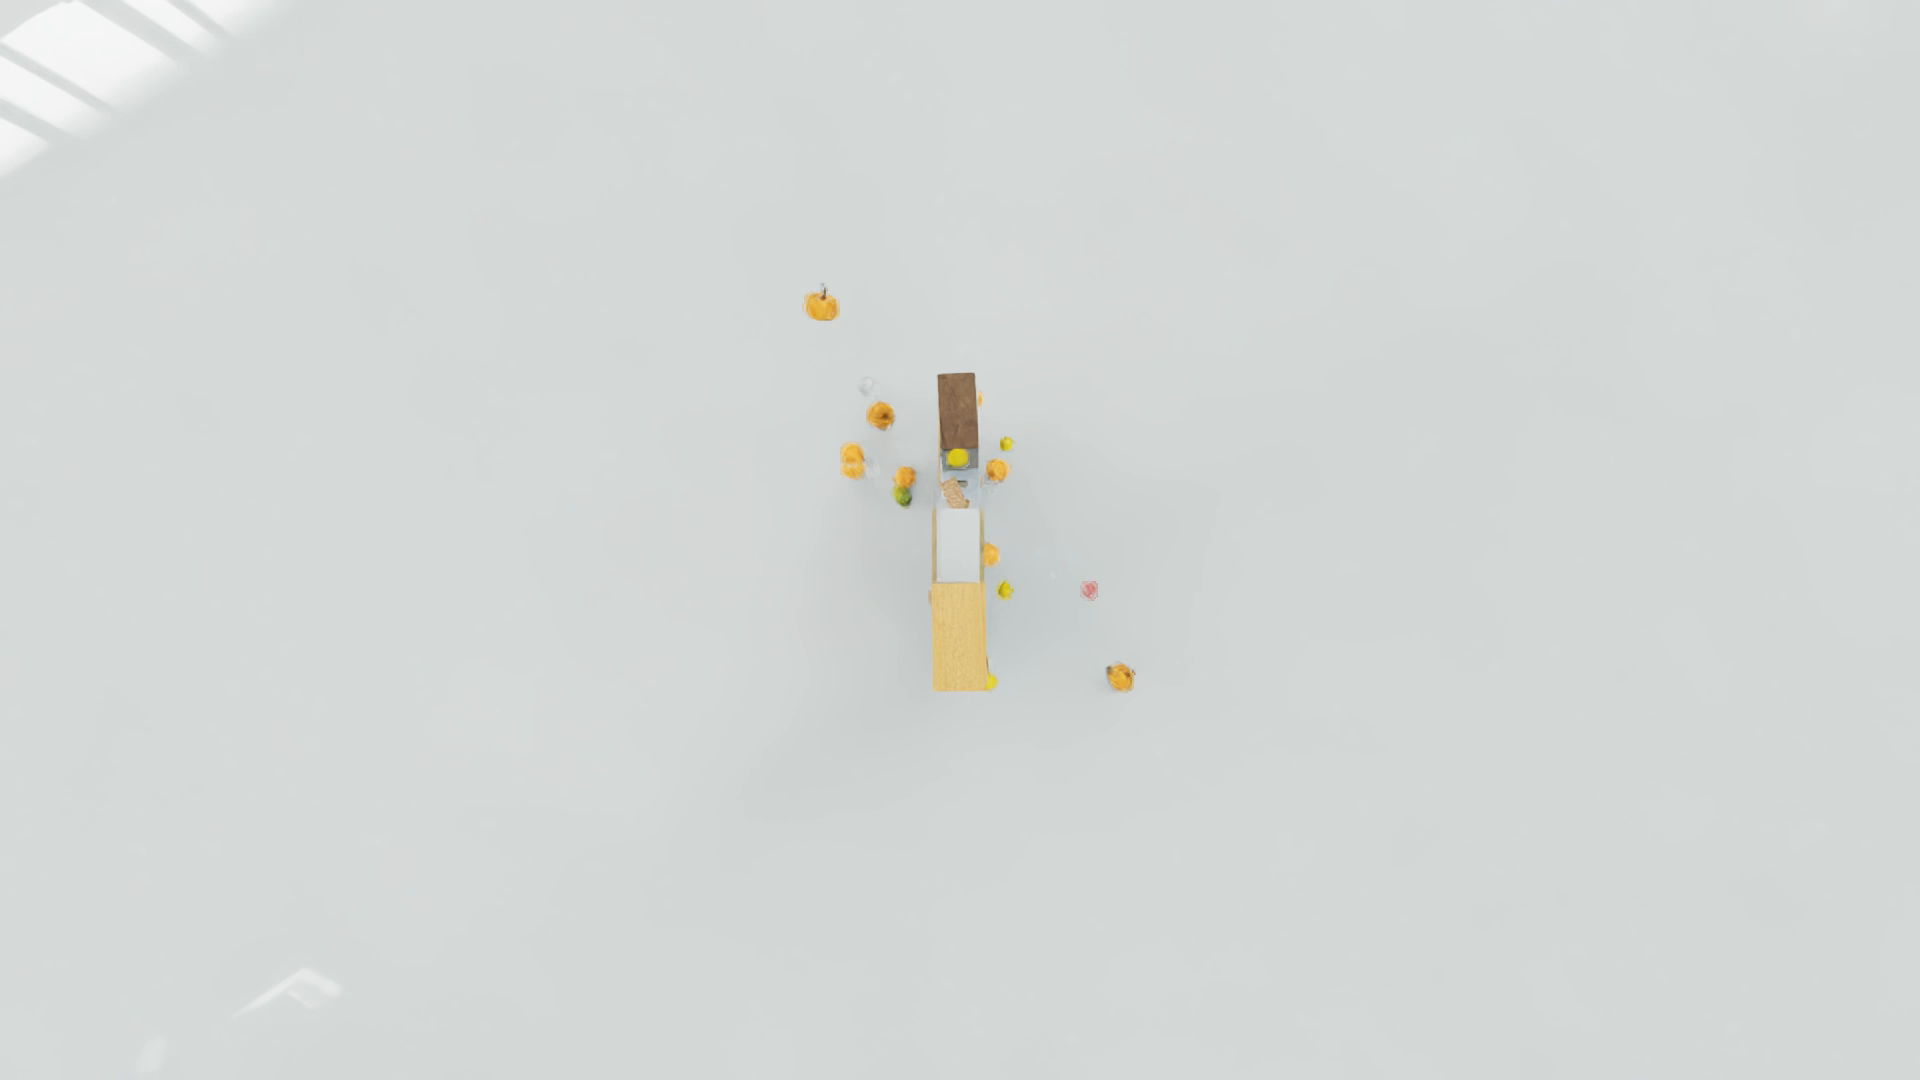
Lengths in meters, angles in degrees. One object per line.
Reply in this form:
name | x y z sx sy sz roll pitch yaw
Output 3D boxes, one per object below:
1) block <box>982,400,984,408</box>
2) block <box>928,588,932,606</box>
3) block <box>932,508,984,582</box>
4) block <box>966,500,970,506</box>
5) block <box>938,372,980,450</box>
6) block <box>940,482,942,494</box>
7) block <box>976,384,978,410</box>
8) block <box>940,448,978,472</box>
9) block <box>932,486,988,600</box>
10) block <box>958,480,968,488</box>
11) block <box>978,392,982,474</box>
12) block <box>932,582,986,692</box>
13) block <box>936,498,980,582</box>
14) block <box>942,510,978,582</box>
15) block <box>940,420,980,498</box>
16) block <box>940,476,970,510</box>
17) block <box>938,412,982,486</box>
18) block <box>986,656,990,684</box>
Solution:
block | 0.007 -0.402 5.068 0.124 0.248 0.035 1 90 0
block | -0.016 0.164 4.946 0.153 0.307 0.043 -4 90 0
block | -0.005 0.062 4.771 0.153 0.043 0.307 0 90 0
block | 0.002 -0.101 4.438 0.047 0.095 0.013 0 90 0
block | -0.005 -0.346 4.440 0.102 0.029 0.204 -3 86 0
block | 0.000 -0.153 4.838 0.112 0.305 0.032 -3 90 0
block | -0.003 -0.378 4.559 0.102 0.204 0.029 3 70 1
block | -0.001 -0.234 4.550 0.102 0.204 0.029 -5 76 0
block | 0.001 0.009 5.124 0.175 0.050 0.351 0 90 0
block | -0.003 -0.153 4.521 0.047 0.263 0.013 -4 93 2
block | 0.004 -0.320 4.927 0.124 0.035 0.248 1 90 0
block | -0.002 0.247 4.207 0.137 0.039 0.275 0 90 0
block | -0.005 0.003 4.501 0.116 0.033 0.231 0 90 0
block | 0.001 0.014 4.284 0.094 0.027 0.187 0 90 0
block | 0.002 -0.225 4.669 0.112 0.032 0.224 -1 90 0
block | -0.015 -0.115 4.383 0.047 0.013 0.095 -24 90 2
block | 0.000 -0.306 5.211 0.135 0.038 0.270 0 90 0
block | 0.005 0.335 4.364 0.137 0.275 0.039 6 92 0
